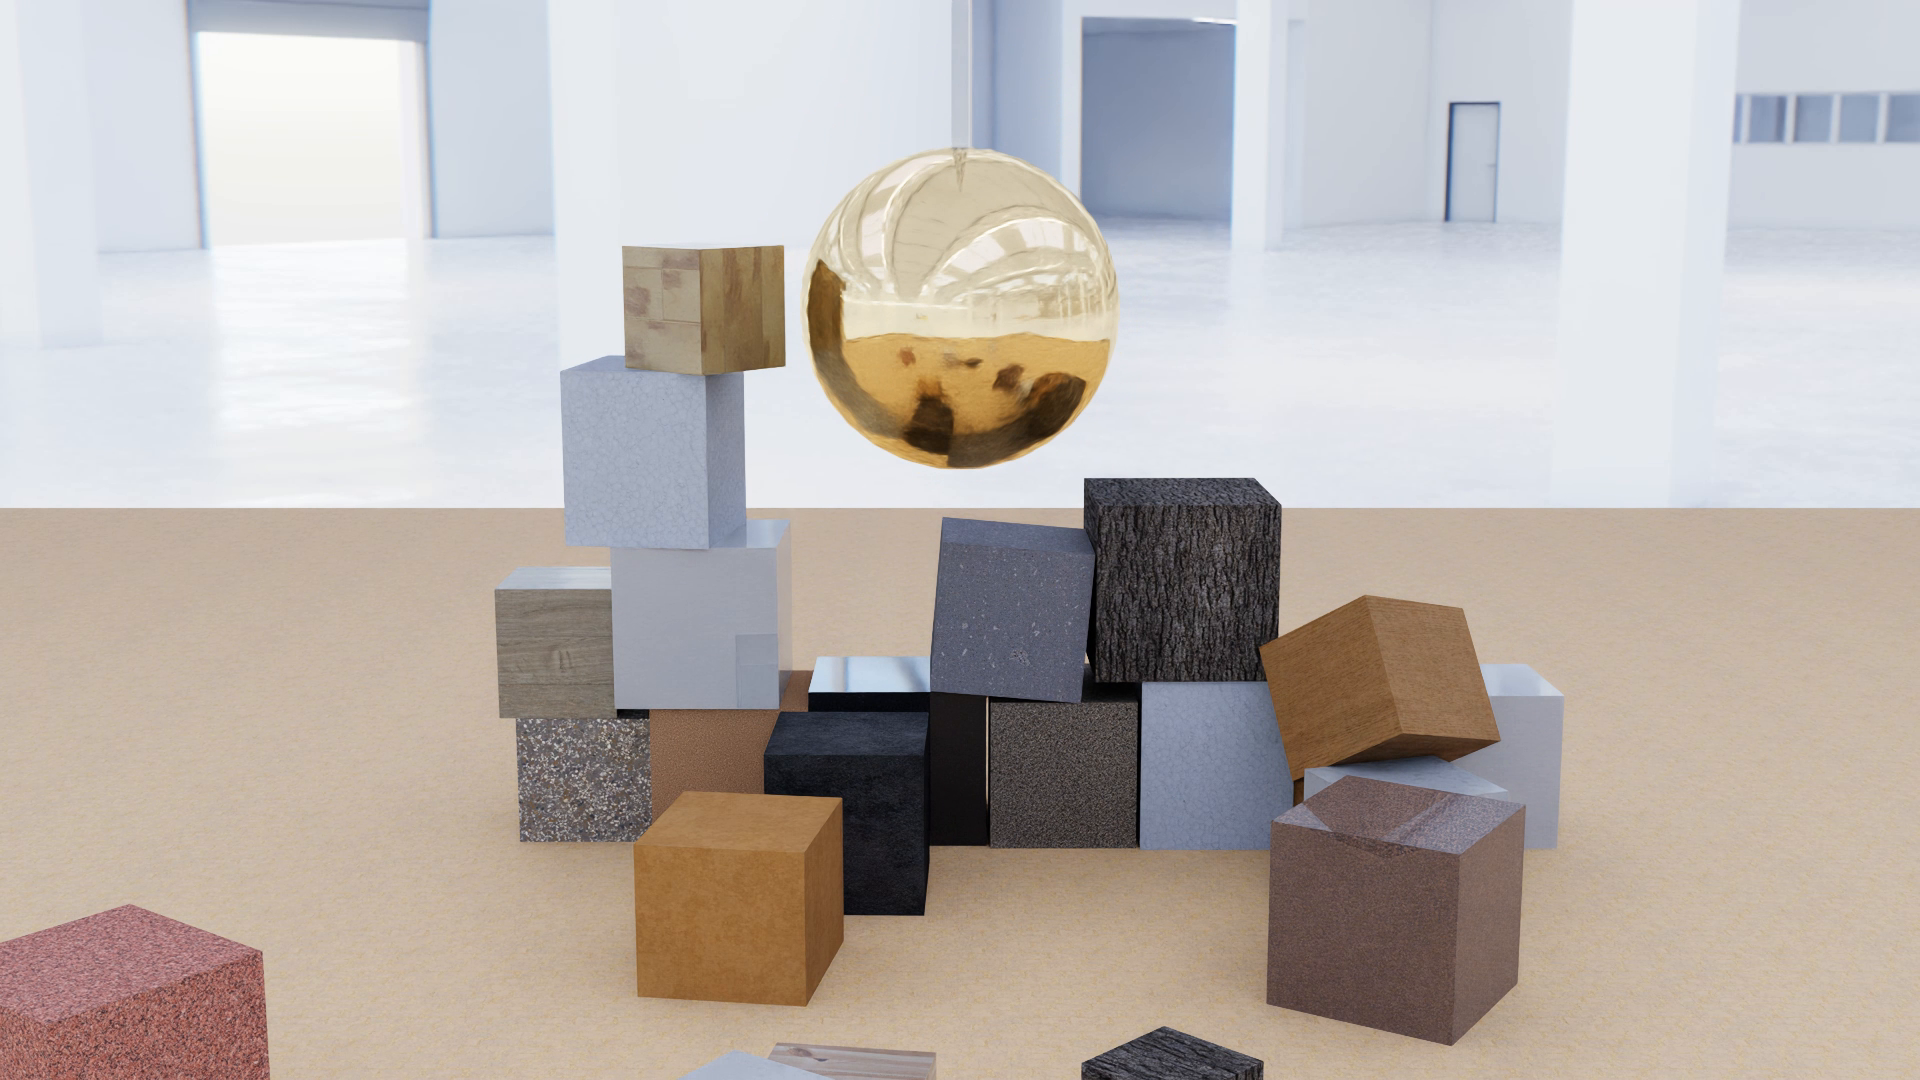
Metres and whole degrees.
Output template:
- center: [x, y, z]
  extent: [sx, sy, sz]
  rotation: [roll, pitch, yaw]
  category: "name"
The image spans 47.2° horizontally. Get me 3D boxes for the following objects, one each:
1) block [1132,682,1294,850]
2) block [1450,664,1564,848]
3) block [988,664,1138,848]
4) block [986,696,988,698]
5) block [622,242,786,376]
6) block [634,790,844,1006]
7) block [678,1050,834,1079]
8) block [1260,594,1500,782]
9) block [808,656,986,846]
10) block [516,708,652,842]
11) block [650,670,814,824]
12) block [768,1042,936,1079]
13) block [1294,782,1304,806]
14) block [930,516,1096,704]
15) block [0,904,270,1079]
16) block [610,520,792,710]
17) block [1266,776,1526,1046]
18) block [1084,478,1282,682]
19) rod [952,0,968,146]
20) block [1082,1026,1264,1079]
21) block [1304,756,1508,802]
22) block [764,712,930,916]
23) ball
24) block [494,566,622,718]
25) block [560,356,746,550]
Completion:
- center: [1.280, 1.046, 11.368]
  extent: [0.762, 0.874, 0.861]
  rotation: [0, 10, 0]
  category: "block"
- center: [2.669, 1.102, 11.294]
  extent: [0.637, 0.791, 0.675]
  rotation: [0, 10, -2]
  category: "block"
- center: [0.517, 1.104, 11.389]
  extent: [0.731, 0.754, 0.838]
  rotation: [0, 10, 0]
  category: "block"
- center: [0.231, 0.757, 14.244]
  extent: [0.455, 0.414, 0.493]
  rotation: [6, 12, 30]
  category: "block"
- center: [-1.253, -1.145, 10.787]
  extent: [0.552, 0.596, 0.562]
  rotation: [9, 14, 40]
  category: "block"
- center: [-0.928, 1.515, 9.394]
  extent: [0.716, 0.659, 0.767]
  rotation: [2, 10, 9]
  category: "block"
- center: [-0.633, 2.037, 6.431]
  extent: [0.743, 0.690, 0.818]
  rotation: [7, 12, 34]
  category: "block"
- center: [2.020, 0.741, 10.604]
  extent: [0.757, 0.684, 0.685]
  rotation: [8, -28, -41]
  category: "block"
- center: [-0.313, 1.081, 11.389]
  extent: [0.886, 0.798, 0.765]
  rotation: [0, 10, 0]
  category: "block"
- center: [-1.892, 1.160, 11.391]
  extent: [0.675, 0.642, 0.608]
  rotation: [0, 10, 0]
  category: "block"
- center: [-1.153, 1.119, 11.394]
  extent: [0.790, 0.722, 0.778]
  rotation: [0, 10, 0]
  category: "block"
- center: [-0.397, 2.004, 7.267]
  extent: [0.554, 0.457, 0.559]
  rotation: [2, 10, 9]
  category: "block"
- center: [1.948, 1.177, 11.424]
  extent: [0.566, 0.598, 0.617]
  rotation: [0, 10, -1]
  category: "block"
- center: [0.253, 0.344, 11.166]
  extent: [0.748, 0.750, 0.731]
  rotation: [5, 10, -2]
  category: "block"
- center: [-2.934, 1.800, 7.493]
  extent: [0.789, 0.778, 0.796]
  rotation: [8, 13, 36]
  category: "block"
- center: [-1.303, 0.364, 11.246]
  extent: [0.816, 0.815, 0.824]
  rotation: [0, 10, 0]
  category: "block"
- center: [1.807, 1.505, 9.096]
  extent: [0.796, 0.785, 0.778]
  rotation: [7, 12, 32]
  category: "block"
- center: [1.108, 0.186, 11.194]
  extent: [0.896, 0.881, 0.892]
  rotation: [0, 10, -1]
  category: "block"
- center: [0.000, -4.496, 10.360]
  extent: [0.080, 5.200, 0.080]
  rotation: [0, 10, 0]
  category: "rod"
- center: [0.705, 1.973, 7.334]
  extent: [0.424, 0.493, 0.434]
  rotation: [10, 14, 43]
  category: "block"
- center: [2.044, 1.401, 10.157]
  extent: [0.695, 0.609, 0.627]
  rotation: [-4, 11, -19]
  category: "block"
- center: [-0.520, 1.280, 10.401]
  extent: [0.726, 0.761, 0.765]
  rotation: [0, 10, 1]
  category: "block"
- center: [0.000, -1.150, 10.965]
  extent: [1.600, 1.600, 1.600]
  rotation: [0, 10, 0]
  category: "ball"
- center: [-2.017, 0.518, 11.275]
  extent: [0.592, 0.662, 0.585]
  rotation: [0, 10, 0]
  category: "block"
- center: [-1.529, -0.459, 11.089]
  extent: [0.721, 0.861, 0.814]
  rotation: [1, 10, 7]
  category: "block"
